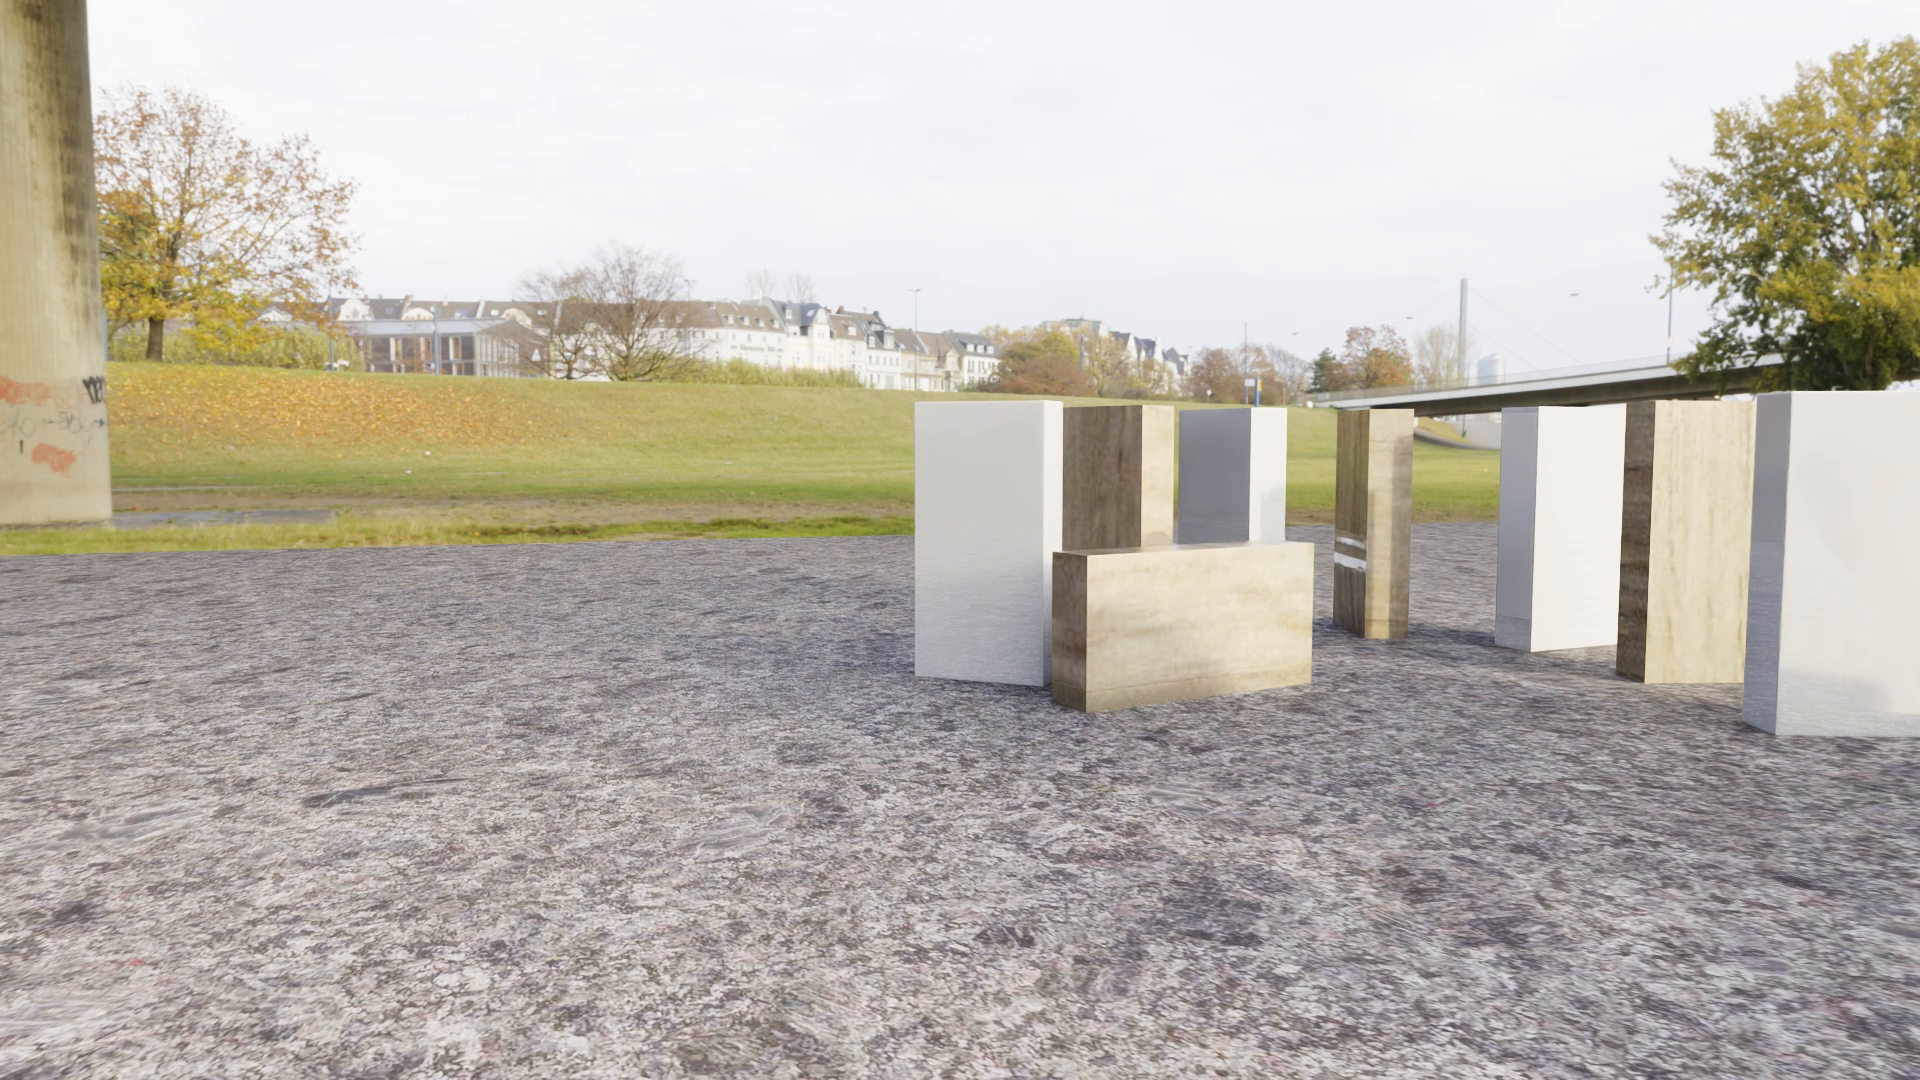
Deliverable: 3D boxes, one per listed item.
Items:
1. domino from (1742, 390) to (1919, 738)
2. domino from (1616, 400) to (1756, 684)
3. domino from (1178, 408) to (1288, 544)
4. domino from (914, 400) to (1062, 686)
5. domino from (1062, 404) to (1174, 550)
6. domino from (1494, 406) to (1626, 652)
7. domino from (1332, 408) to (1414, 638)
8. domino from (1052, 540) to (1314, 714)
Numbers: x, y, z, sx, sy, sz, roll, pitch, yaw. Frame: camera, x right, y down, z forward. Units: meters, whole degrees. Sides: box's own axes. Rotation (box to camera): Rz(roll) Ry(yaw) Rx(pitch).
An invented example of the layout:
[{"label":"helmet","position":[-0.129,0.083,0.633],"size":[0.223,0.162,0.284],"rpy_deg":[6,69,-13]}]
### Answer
[{"label":"domino","position":[0.132,0.003,0.189],"size":[0.025,0.050,0.010],"rpy_deg":[0,4,5]},{"label":"domino","position":[0.134,0.000,0.232],"size":[0.025,0.050,0.009],"rpy_deg":[0,4,-2]},{"label":"domino","position":[0.059,-0.004,0.282],"size":[0.009,0.050,0.025],"rpy_deg":[-2,5,-27]},{"label":"domino","position":[0.005,0.000,0.233],"size":[0.025,0.050,0.009],"rpy_deg":[2,5,23]},{"label":"domino","position":[0.031,-0.002,0.263],"size":[0.009,0.050,0.025],"rpy_deg":[-4,6,-41]},{"label":"domino","position":[0.126,-0.003,0.270],"size":[0.025,0.050,0.010],"rpy_deg":[-2,5,-24]},{"label":"domino","position":[0.093,-0.004,0.291],"size":[0.010,0.050,0.025],"rpy_deg":[0,4,1]},{"label":"domino","position":[0.039,0.014,0.219],"size":[0.050,0.025,0.010],"rpy_deg":[-3,5,-31]}]
